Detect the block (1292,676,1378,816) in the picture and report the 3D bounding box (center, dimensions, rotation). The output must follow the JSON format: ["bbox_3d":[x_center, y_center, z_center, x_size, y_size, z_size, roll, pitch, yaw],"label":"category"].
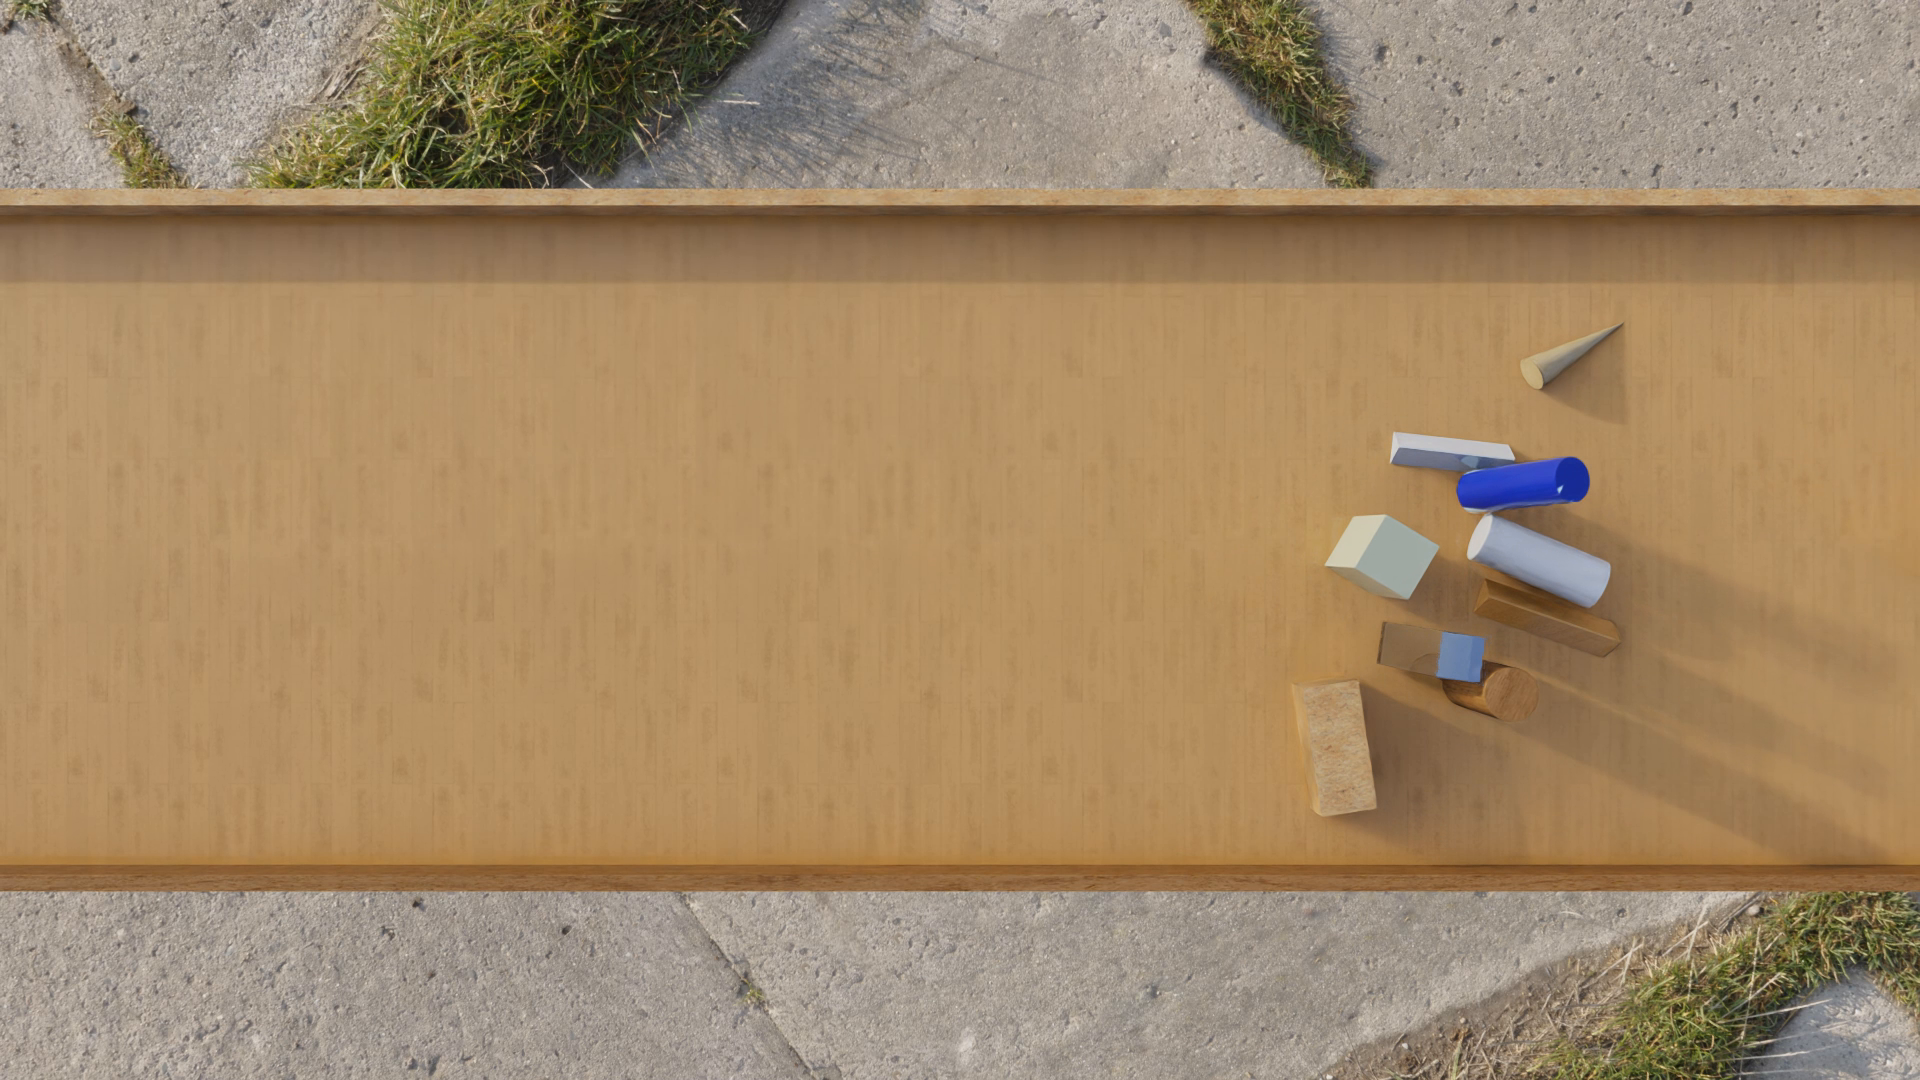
[{"bbox_3d":[1.131,0.620,4.993,0.168,0.168,0.387,-8,90,0],"label":"block"}]

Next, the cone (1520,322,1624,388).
[{"bbox_3d":[1.895,-0.590,5.051,0.354,0.104,0.104,-29,90,-8],"label":"cone"}]

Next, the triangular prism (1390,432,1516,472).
[{"bbox_3d":[1.505,-0.264,5.033,0.354,0.083,0.096,7,90,0],"label":"triangular prism"}]

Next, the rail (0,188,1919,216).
[{"bbox_3d":[-2.247,-1.025,5.002,12.000,0.150,0.050,0,90,0],"label":"rail"}]

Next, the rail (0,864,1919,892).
[{"bbox_3d":[-2.247,1.025,5.001,12.000,0.150,0.050,0,90,0],"label":"rail"}]

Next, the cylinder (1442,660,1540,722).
[{"bbox_3d":[1.562,0.438,4.871,0.155,0.410,0.155,0,90,0],"label":"cylinder"}]

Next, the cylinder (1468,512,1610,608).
[{"bbox_3d":[1.753,0.062,5.000,0.385,0.153,0.153,23,90,0],"label":"cylinder"}]

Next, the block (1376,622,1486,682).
[{"bbox_3d":[1.384,0.327,4.865,0.130,0.407,0.130,8,90,-10],"label":"block"}]

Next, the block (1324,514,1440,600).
[{"bbox_3d":[1.242,0.048,4.880,0.177,0.393,0.177,31,90,0],"label":"block"}]

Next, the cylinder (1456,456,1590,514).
[{"bbox_3d":[1.656,-0.159,4.867,0.130,0.401,0.130,2,86,-25],"label":"cylinder"}]

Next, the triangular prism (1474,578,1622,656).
[{"bbox_3d":[1.798,0.240,5.026,0.424,0.095,0.110,19,90,0],"label":"triangular prism"}]
